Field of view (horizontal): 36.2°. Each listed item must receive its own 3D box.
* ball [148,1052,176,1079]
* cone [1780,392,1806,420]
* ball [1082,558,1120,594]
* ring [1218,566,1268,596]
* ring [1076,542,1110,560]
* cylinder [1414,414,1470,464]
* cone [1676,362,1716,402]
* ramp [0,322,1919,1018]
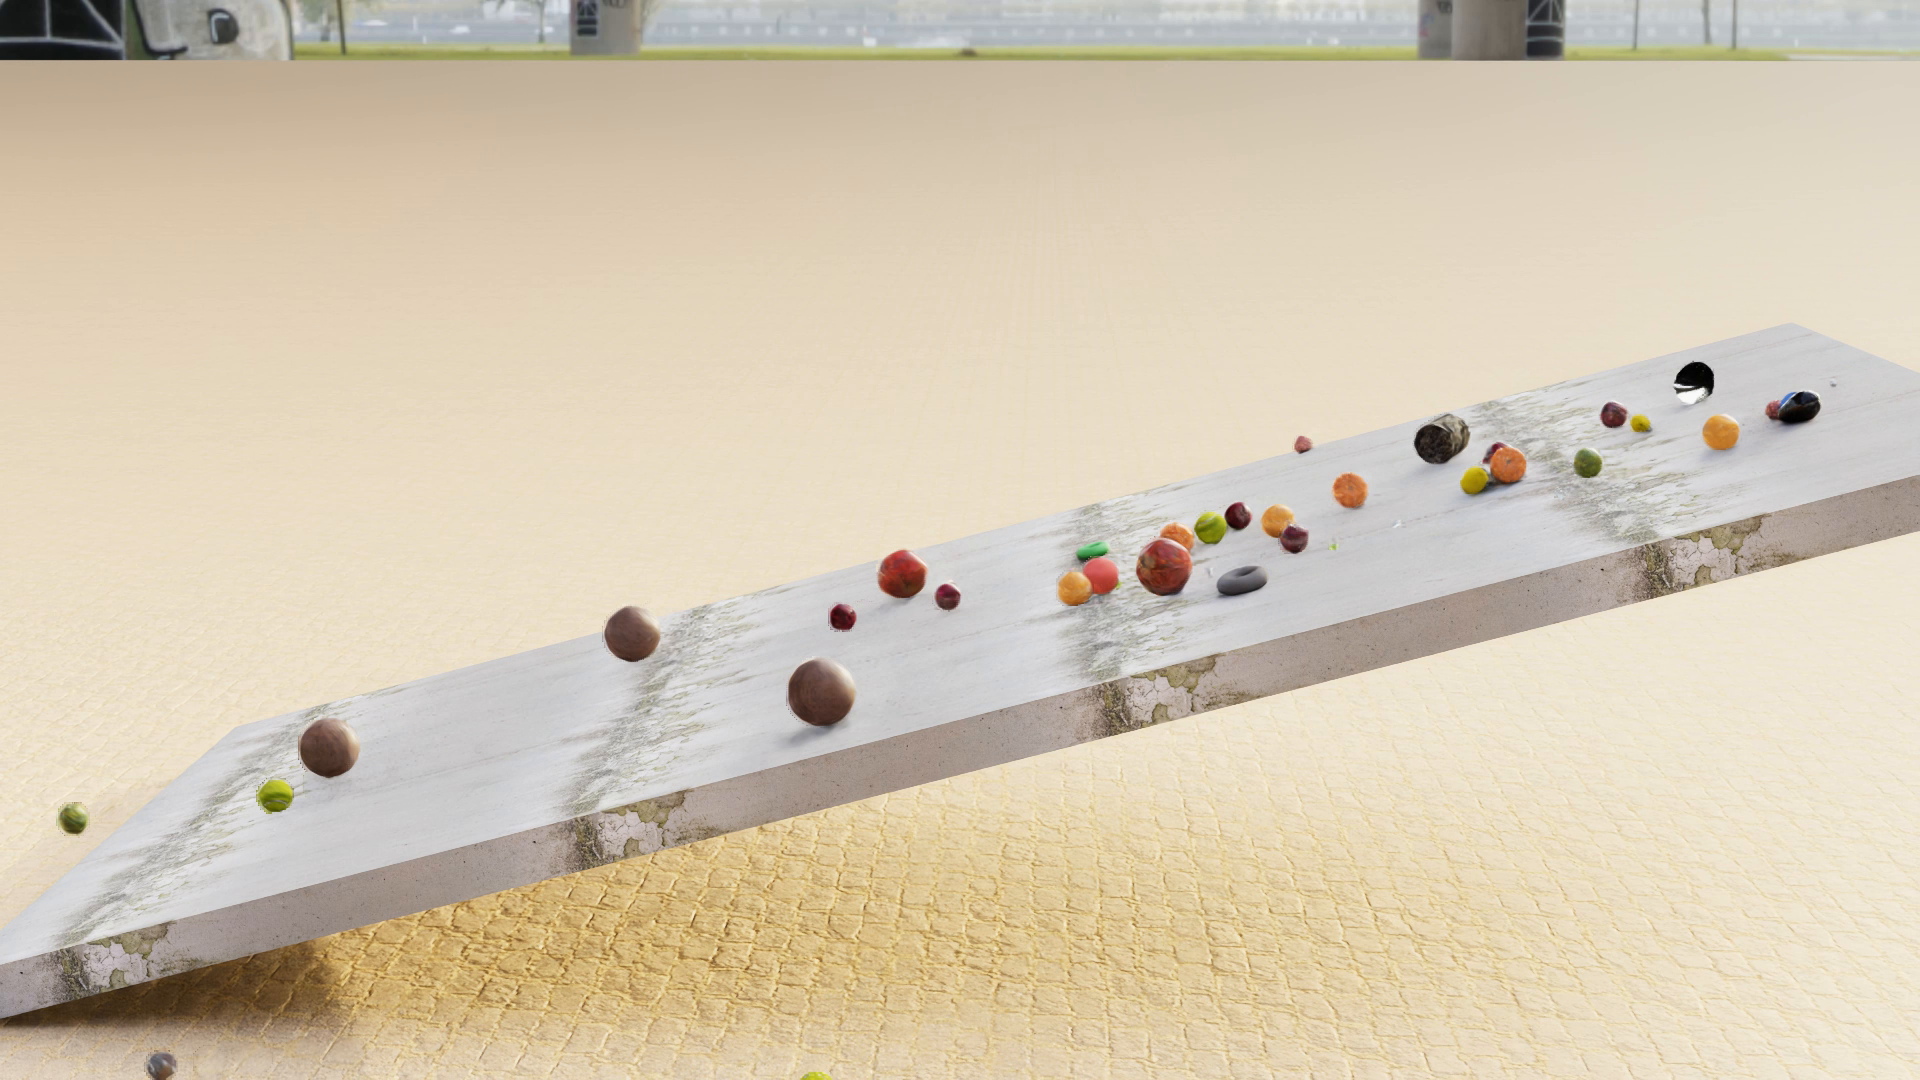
[{"bbox_3d":[-1.419,0.935,5.229,0.050,0.050,0.050,0,10,0],"label":"ball"},{"bbox_3d":[1.717,-0.269,6.018,0.057,0.057,0.057,9,-5,40],"label":"cone"},{"bbox_3d":[0.293,0.075,6.123,0.077,0.077,0.077,0,10,0],"label":"ball"},{"bbox_3d":[0.557,0.080,5.795,0.104,0.035,0.104,-16,13,4],"label":"ring"},{"bbox_3d":[0.298,0.024,6.579,0.077,0.026,0.077,-14,8,2],"label":"ring"},{"bbox_3d":[1.080,-0.225,6.586,0.092,0.092,0.092,7,20,33],"label":"cylinder"},{"bbox_3d":[1.643,-0.338,6.498,0.094,0.094,0.094,8,-7,38],"label":"cone"},{"bbox_3d":[0.079,0.191,6.331,4.000,0.100,2.000,-15,9,4],"label":"ramp"}]
